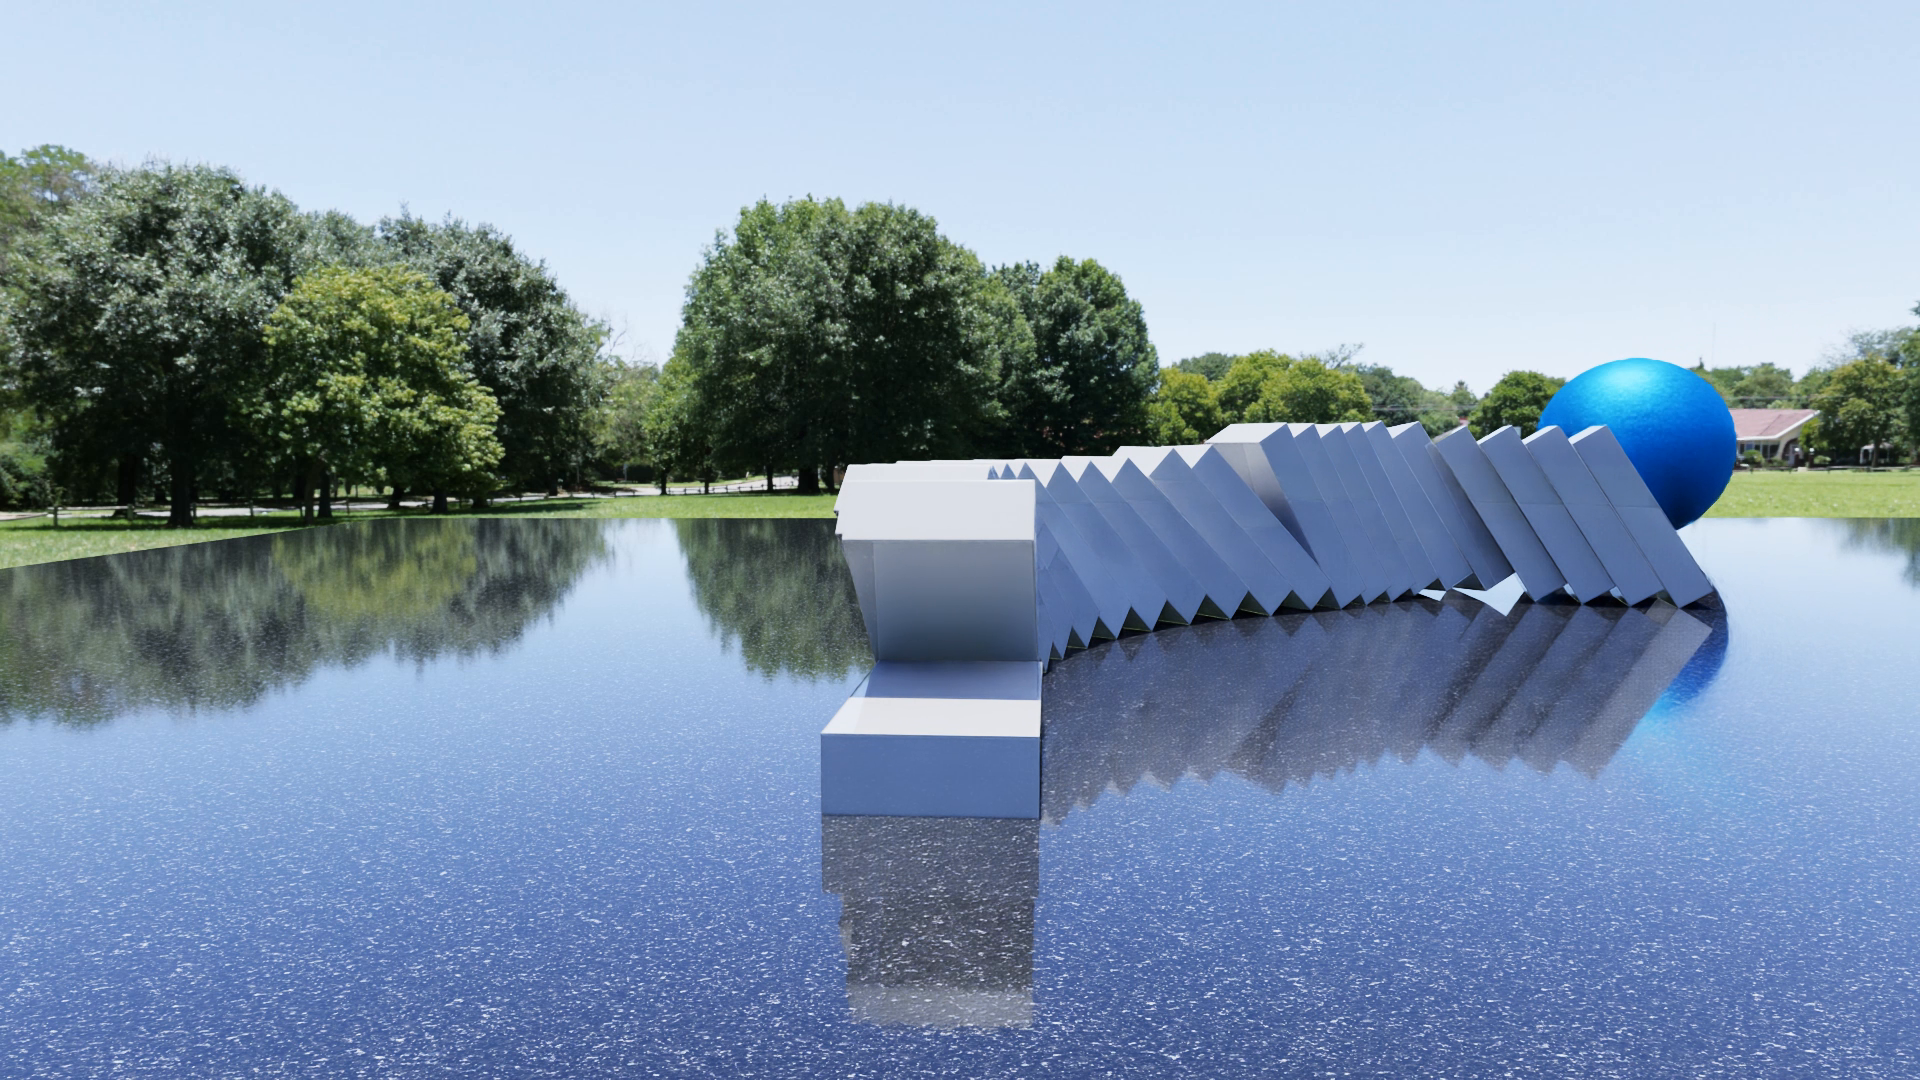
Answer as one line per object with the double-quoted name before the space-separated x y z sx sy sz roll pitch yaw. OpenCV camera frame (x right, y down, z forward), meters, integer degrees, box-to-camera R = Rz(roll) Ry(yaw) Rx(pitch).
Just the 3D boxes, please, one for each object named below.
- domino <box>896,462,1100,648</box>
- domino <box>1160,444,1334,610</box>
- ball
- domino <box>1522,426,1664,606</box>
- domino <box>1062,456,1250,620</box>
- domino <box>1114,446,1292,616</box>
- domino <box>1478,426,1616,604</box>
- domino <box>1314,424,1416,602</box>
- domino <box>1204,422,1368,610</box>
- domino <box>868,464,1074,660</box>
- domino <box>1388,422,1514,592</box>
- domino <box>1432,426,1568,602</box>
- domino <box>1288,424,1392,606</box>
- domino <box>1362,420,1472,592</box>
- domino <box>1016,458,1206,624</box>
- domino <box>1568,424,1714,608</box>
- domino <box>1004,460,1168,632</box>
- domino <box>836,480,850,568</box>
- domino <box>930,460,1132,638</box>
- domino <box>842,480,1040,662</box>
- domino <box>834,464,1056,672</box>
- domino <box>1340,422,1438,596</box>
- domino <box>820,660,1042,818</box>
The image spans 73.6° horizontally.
"domino" 0.007 0.004 0.259 0.025 0.009 0.050 3 -34 33
"domino" 0.071 -0.003 0.329 0.050 0.009 0.025 45 -12 -17
"ball" 0.297 -0.040 0.567 0.080 0.080 0.080 0 4 0
"domino" 0.170 -0.007 0.348 0.009 0.050 0.025 -32 -6 17
"domino" 0.045 -0.001 0.312 0.050 0.010 0.025 43 -18 -26
"domino" 0.059 -0.002 0.323 0.050 0.010 0.025 46 -13 -19
"domino" 0.160 -0.008 0.353 0.009 0.050 0.025 -32 -6 17
"domino" 0.103 -0.008 0.352 0.009 0.050 0.025 -34 15 -15
"domino" 0.085 -0.007 0.337 0.009 0.050 0.025 -34 15 -16
"domino" 0.002 0.005 0.243 0.025 0.009 0.050 2 -34 26
"domino" 0.136 -0.009 0.368 0.010 0.050 0.025 -33 1 -1
"domino" 0.150 -0.008 0.360 0.010 0.050 0.025 -32 -6 17
"domino" 0.094 -0.007 0.345 0.009 0.050 0.025 -34 15 -15
"domino" 0.123 -0.009 0.366 0.009 0.050 0.025 -33 5 -7
"domino" 0.034 0.001 0.300 0.025 0.009 0.050 5 -32 52
"domino" 0.181 -0.007 0.344 0.010 0.050 0.025 -32 -6 17
"domino" 0.023 0.002 0.287 0.025 0.009 0.050 4 -33 44
"domino" -0.002 0.008 0.208 0.025 0.009 0.050 1 -32 10
"domino" 0.014 0.002 0.274 0.025 0.010 0.050 4 -34 41
"domino" -0.001 0.009 0.190 0.025 0.009 0.050 0 -32 5
"domino" -0.001 0.006 0.227 0.025 0.010 0.050 2 -35 20
"domino" 0.112 -0.009 0.360 0.009 0.050 0.025 -34 13 -15
"domino" -0.002 0.025 0.171 0.025 0.010 0.050 0 4 4
